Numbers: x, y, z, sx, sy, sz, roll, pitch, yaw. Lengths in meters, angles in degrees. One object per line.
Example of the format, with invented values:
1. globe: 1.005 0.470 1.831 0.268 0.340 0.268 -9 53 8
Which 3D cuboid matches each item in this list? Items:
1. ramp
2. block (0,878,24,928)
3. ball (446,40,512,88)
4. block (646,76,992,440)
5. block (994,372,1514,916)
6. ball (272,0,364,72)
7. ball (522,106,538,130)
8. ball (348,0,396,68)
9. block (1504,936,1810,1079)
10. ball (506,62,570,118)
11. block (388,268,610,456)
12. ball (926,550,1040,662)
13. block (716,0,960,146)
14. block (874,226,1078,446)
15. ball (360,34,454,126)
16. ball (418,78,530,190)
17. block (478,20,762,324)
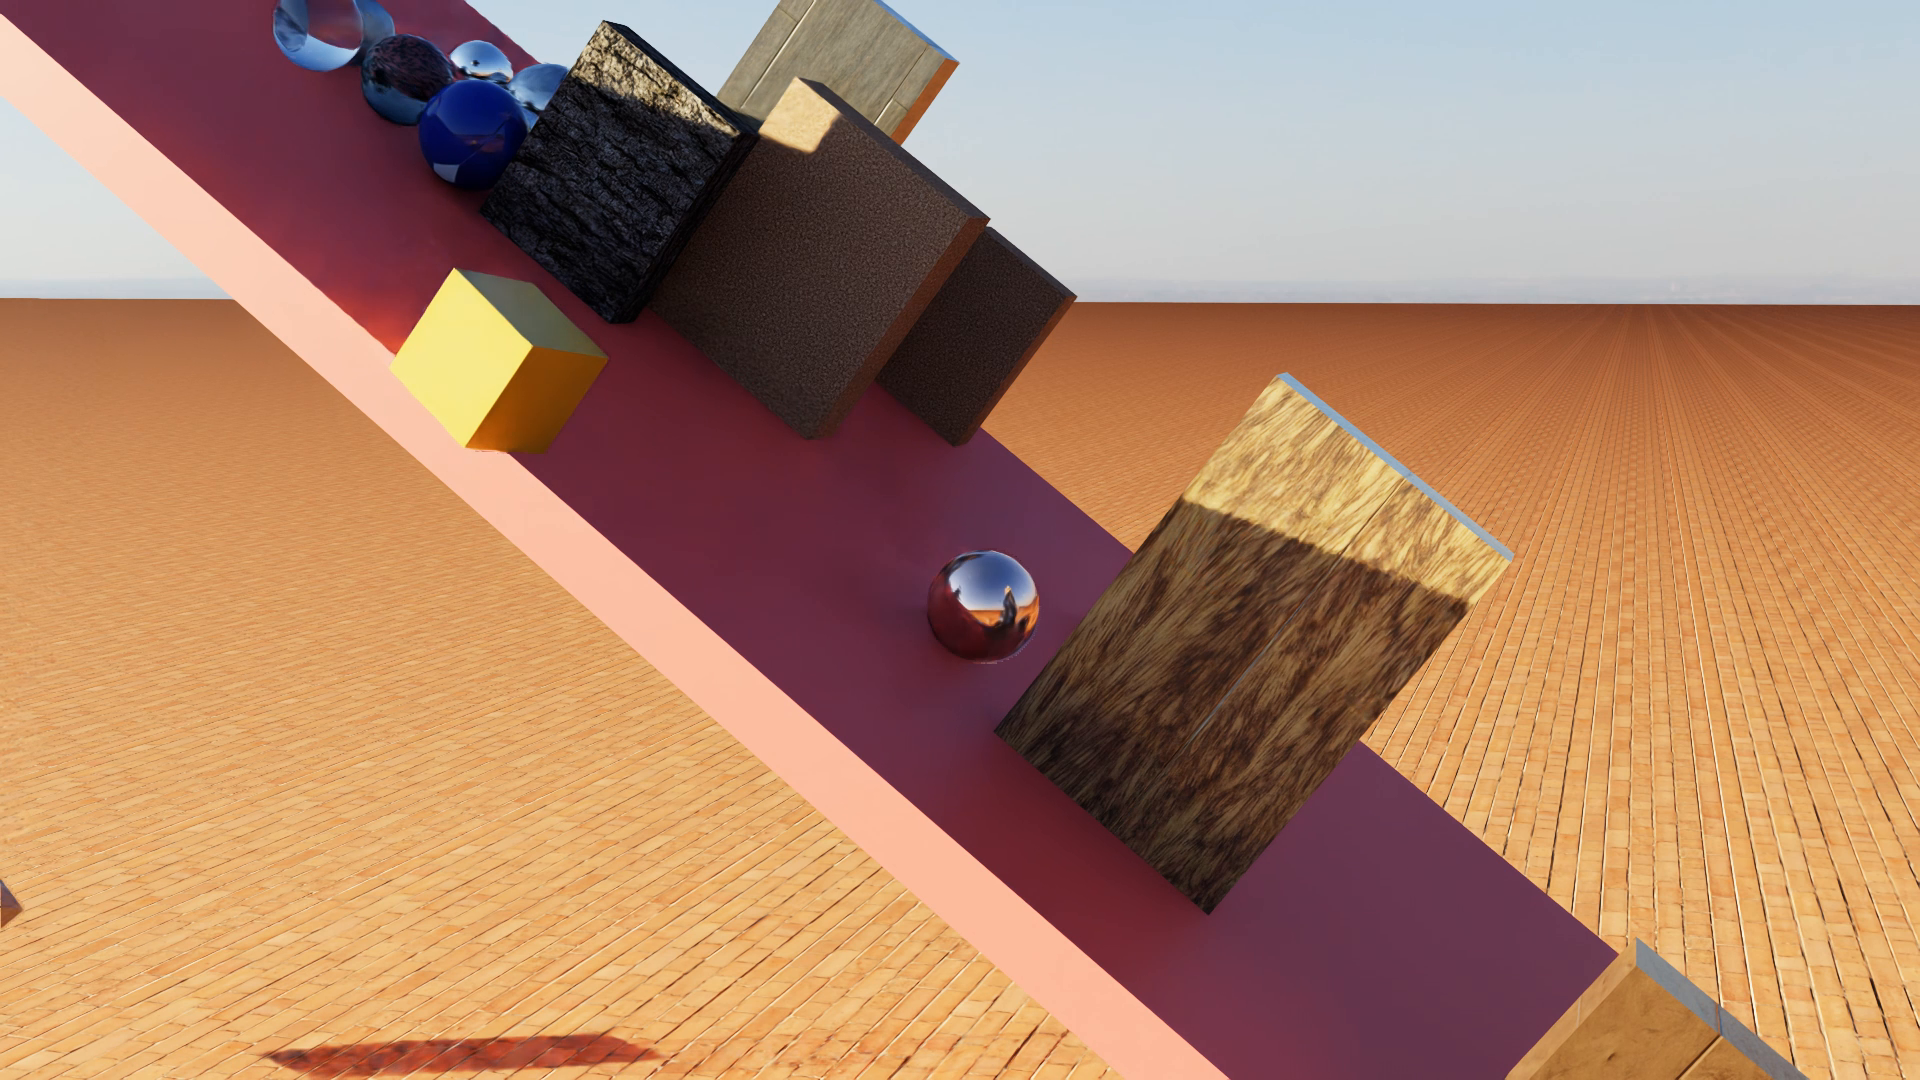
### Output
1. ramp: -0.037 0.093 4.057 4.000 0.100 2.000 40 16 9
2. block: -2.354 0.843 5.109 0.199 0.199 0.199 -40 -10 -8
3. ball: -0.990 -0.955 4.518 0.139 0.139 0.139 0 7 0
4. block: -0.274 -0.527 4.149 0.423 0.521 0.138 40 16 9
5. block: 0.444 0.162 3.393 0.439 0.718 0.105 40 16 9
6. ball: -1.178 -0.942 4.036 0.162 0.162 0.162 0 7 0
7. ball: -0.876 -0.792 4.332 0.124 0.124 0.124 0 7 0
8. ball: -1.157 -0.979 4.239 0.133 0.133 0.133 0 7 0
9. block: 0.934 0.863 2.953 0.445 0.458 0.133 40 16 9
10. ball: -0.835 -0.867 4.475 0.204 0.204 0.204 0 7 0
11. block: -0.664 -0.255 3.173 0.181 0.181 0.181 43 17 21
12. ball: 0.038 0.109 3.644 0.187 0.187 0.187 0 7 0
13. block: -0.344 -0.813 4.518 0.353 0.675 0.096 40 16 9
14. block: 0.027 -0.441 4.760 0.245 0.408 0.099 40 16 9
15. ball: -1.032 -0.858 4.102 0.168 0.168 0.168 0 7 0
16. ball: -0.887 -0.741 4.023 0.201 0.201 0.201 0 7 0
17. block: -0.617 -0.660 3.969 0.329 0.423 0.099 40 16 9
